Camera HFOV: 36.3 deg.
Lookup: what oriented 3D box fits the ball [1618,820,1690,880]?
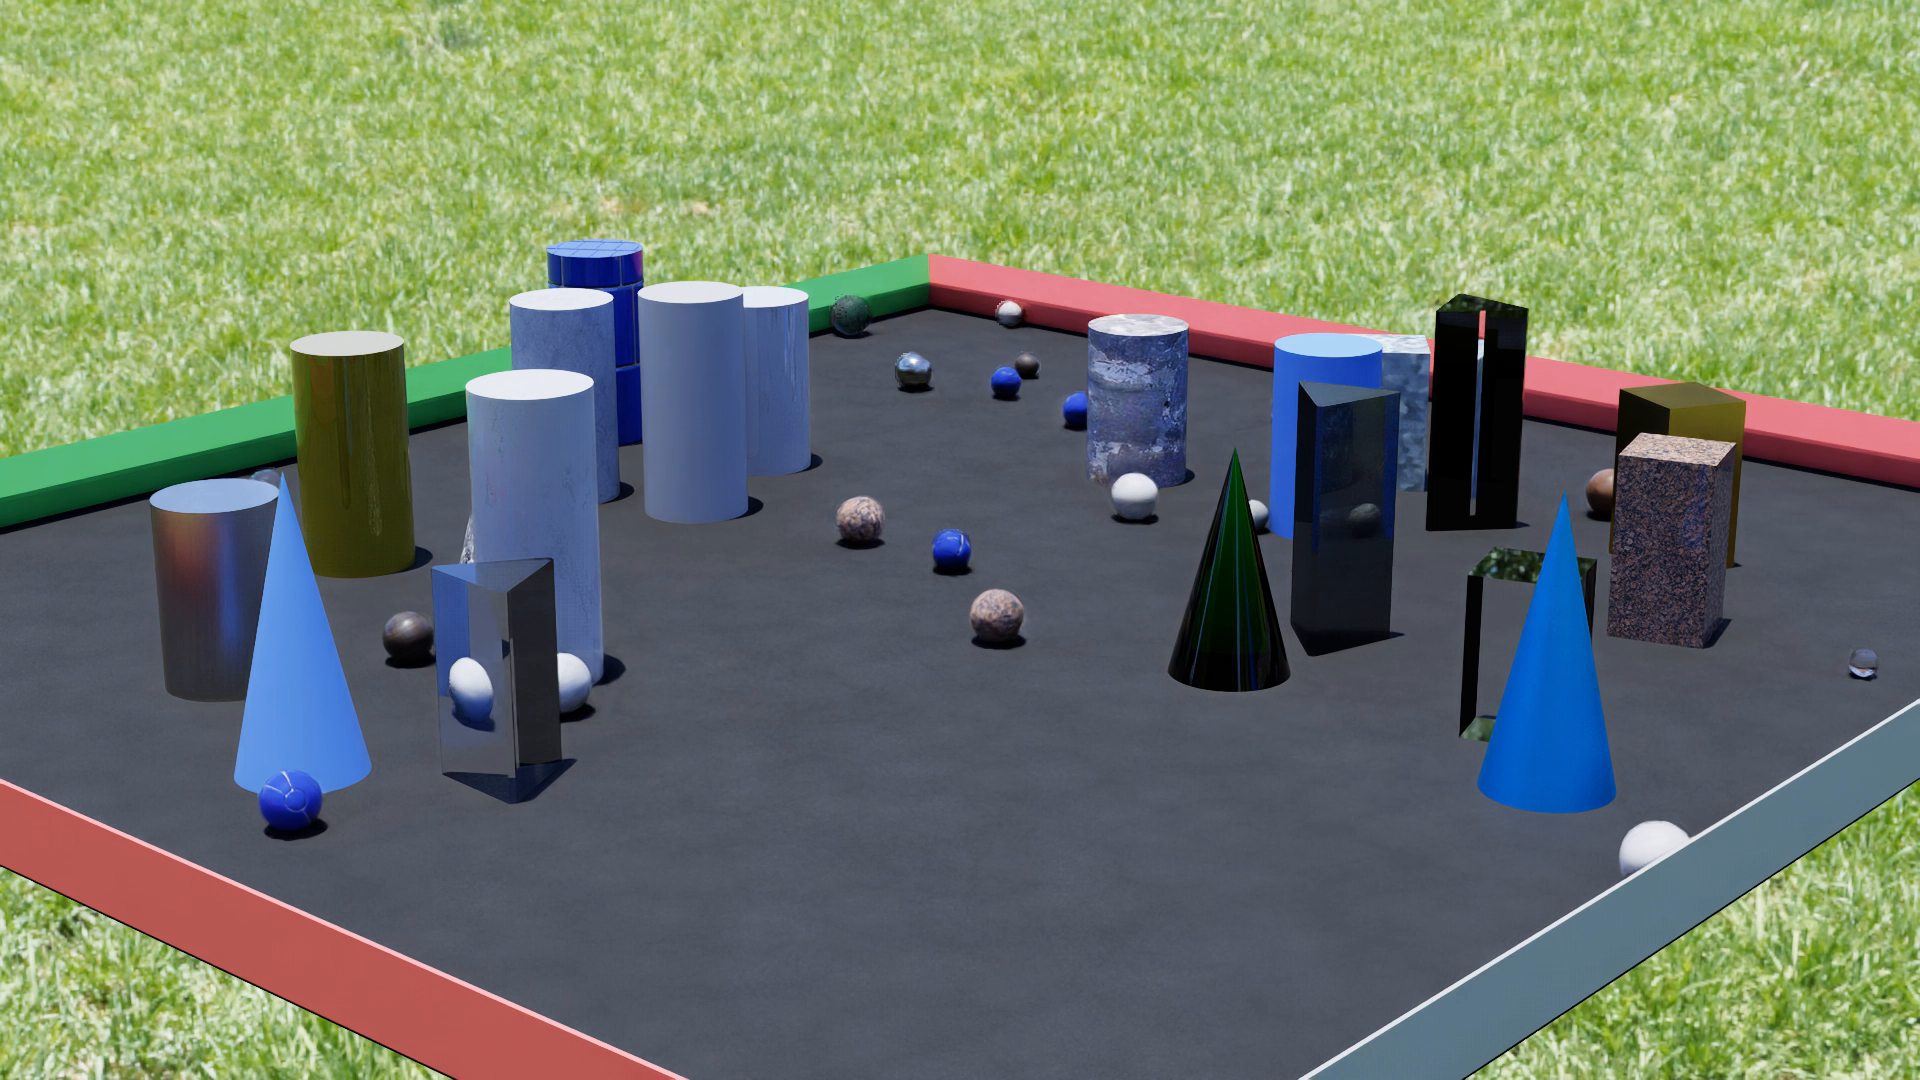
[{"bbox_3d":[0.923,0.421,3.884,0.099,0.099,0.099,0,17,0],"label":"ball"}]

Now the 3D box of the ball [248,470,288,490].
[{"bbox_3d":[-1.331,-0.095,5.632,0.081,0.081,0.081,0,17,0],"label":"ball"}]

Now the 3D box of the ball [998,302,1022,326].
[{"bbox_3d":[0.124,-0.554,7.190,0.060,0.060,0.060,0,17,0],"label":"ball"}]

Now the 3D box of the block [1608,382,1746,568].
[{"bbox_3d":[1.292,-0.111,5.287,0.159,0.310,0.159,-6,18,-20],"label":"block"}]

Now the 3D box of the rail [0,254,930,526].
[{"bbox_3d":[-1.221,-0.273,6.135,0.045,0.129,3.533,14,22,39],"label":"rail"}]

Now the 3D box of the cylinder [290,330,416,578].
[{"bbox_3d":[-1.088,-0.155,5.264,0.199,0.407,0.199,0,17,0],"label":"cylinder"}]

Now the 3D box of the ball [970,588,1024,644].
[{"bbox_3d":[0.062,0.126,4.879,0.090,0.090,0.090,0,17,0],"label":"ball"}]

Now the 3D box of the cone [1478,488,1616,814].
[{"bbox_3d":[0.852,0.144,4.196,0.199,0.451,0.199,0,17,0],"label":"cone"}]

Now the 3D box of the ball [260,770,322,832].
[{"bbox_3d":[-0.935,0.364,4.097,0.086,0.086,0.086,0,17,0],"label":"ball"}]

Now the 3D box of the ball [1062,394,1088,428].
[{"bbox_3d":[0.254,-0.276,6.246,0.072,0.072,0.072,0,17,0],"label":"ball"}]

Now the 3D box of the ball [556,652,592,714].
[{"bbox_3d":[-0.619,0.222,4.549,0.097,0.097,0.097,0,17,0],"label":"ball"}]

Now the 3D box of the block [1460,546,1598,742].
[{"bbox_3d":[0.864,0.165,4.458,0.159,0.259,0.159,7,18,23],"label":"block"}]

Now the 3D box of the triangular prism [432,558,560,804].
[{"bbox_3d":[-0.647,0.193,4.262,0.149,0.318,0.172,-16,23,-42],"label":"triangular prism"}]

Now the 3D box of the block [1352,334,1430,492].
[{"bbox_3d":[0.840,-0.253,5.810,0.159,0.280,0.159,1,17,4],"label":"block"}]

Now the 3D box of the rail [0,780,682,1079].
[{"bbox_3d":[-1.142,0.412,3.860,3.281,0.129,0.045,14,22,39],"label":"rail"}]

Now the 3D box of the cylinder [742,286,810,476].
[{"bbox_3d":[-0.403,-0.322,5.922,0.199,0.347,0.199,0,17,0],"label":"cylinder"}]

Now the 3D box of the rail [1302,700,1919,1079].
[{"bbox_3d":[1.221,0.338,4.105,0.045,0.129,3.533,14,22,39],"label":"rail"}]

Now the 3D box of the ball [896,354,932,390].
[{"bbox_3d":[-0.102,-0.377,6.571,0.079,0.079,0.079,0,17,0],"label":"ball"}]

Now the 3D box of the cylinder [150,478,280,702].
[{"bbox_3d":[-1.172,0.078,4.658,0.199,0.309,0.199,0,17,0],"label":"cylinder"}]

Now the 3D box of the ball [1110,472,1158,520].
[{"bbox_3d":[0.331,-0.083,5.573,0.091,0.091,0.091,0,17,0],"label":"ball"}]

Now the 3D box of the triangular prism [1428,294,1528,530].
[{"bbox_3d":[0.955,-0.243,5.531,0.172,0.421,0.149,-2,17,-6],"label":"triangular prism"}]

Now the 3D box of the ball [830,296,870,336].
[{"bbox_3d":[-0.264,-0.544,7.094,0.097,0.097,0.097,0,17,0],"label":"ball"}]

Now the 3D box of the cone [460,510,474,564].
[{"bbox_3d":[-0.777,-0.050,4.959,0.199,0.383,0.199,0,17,0],"label":"cone"}]

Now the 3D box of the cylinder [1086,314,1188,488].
[{"bbox_3d":[0.352,-0.276,5.833,0.199,0.311,0.199,0,17,0],"label":"cylinder"}]

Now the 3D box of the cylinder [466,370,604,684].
[{"bbox_3d":[-0.674,-0.013,4.664,0.199,0.482,0.199,0,17,0],"label":"cylinder"}]

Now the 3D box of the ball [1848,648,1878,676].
[{"bbox_3d":[1.455,0.197,4.721,0.046,0.046,0.046,0,17,0],"label":"ball"}]

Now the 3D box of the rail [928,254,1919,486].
[{"bbox_3d":[1.142,-0.347,6.380,3.281,0.129,0.045,14,22,39],"label":"rail"}]

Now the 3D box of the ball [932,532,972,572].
[{"bbox_3d":[-0.015,0.021,5.262,0.072,0.072,0.072,0,17,0],"label":"ball"}]

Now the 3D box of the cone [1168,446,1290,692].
[{"bbox_3d":[0.436,0.032,4.695,0.199,0.378,0.199,0,17,0],"label":"cone"}]

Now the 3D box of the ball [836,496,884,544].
[{"bbox_3d":[-0.185,-0.036,5.423,0.089,0.089,0.089,0,17,0],"label":"ball"}]

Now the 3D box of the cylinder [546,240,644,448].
[{"bbox_3d":[-0.755,-0.410,6.119,0.199,0.403,0.199,0,17,0],"label":"cylinder"}]

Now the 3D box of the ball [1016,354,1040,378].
[{"bbox_3d":[0.153,-0.397,6.679,0.054,0.054,0.054,0,17,0],"label":"ball"}]

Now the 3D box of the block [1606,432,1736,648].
[{"bbox_3d":[1.191,-0.001,4.911,0.159,0.315,0.159,8,18,24],"label":"block"}]

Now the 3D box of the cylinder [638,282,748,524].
[{"bbox_3d":[-0.508,-0.264,5.591,0.199,0.426,0.199,0,17,0],"label":"cylinder"}]

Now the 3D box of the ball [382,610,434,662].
[{"bbox_3d":[-0.900,0.158,4.785,0.084,0.084,0.084,0,17,0],"label":"ball"}]

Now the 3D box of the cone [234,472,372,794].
[{"bbox_3d":[-0.968,0.121,4.257,0.199,0.459,0.199,0,17,0],"label":"cone"}]

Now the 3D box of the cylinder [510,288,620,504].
[{"bbox_3d":[-0.767,-0.277,5.700,0.199,0.390,0.199,0,17,0],"label":"cylinder"}]

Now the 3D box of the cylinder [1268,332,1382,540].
[{"bbox_3d":[0.682,-0.192,5.478,0.199,0.354,0.199,0,17,0],"label":"cylinder"}]

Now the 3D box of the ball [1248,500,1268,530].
[{"bbox_3d":[0.551,-0.046,5.505,0.059,0.059,0.059,0,17,0],"label":"ball"}]

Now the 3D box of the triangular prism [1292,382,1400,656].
[{"bbox_3d":[0.606,-0.043,4.864,0.172,0.423,0.149,-11,20,-32],"label":"triangular prism"}]

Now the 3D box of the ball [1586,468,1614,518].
[{"bbox_3d":[1.242,-0.090,5.594,0.093,0.093,0.093,0,17,0],"label":"ball"}]

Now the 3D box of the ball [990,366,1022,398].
[{"bbox_3d":[0.102,-0.349,6.495,0.069,0.069,0.069,0,17,0],"label":"ball"}]
